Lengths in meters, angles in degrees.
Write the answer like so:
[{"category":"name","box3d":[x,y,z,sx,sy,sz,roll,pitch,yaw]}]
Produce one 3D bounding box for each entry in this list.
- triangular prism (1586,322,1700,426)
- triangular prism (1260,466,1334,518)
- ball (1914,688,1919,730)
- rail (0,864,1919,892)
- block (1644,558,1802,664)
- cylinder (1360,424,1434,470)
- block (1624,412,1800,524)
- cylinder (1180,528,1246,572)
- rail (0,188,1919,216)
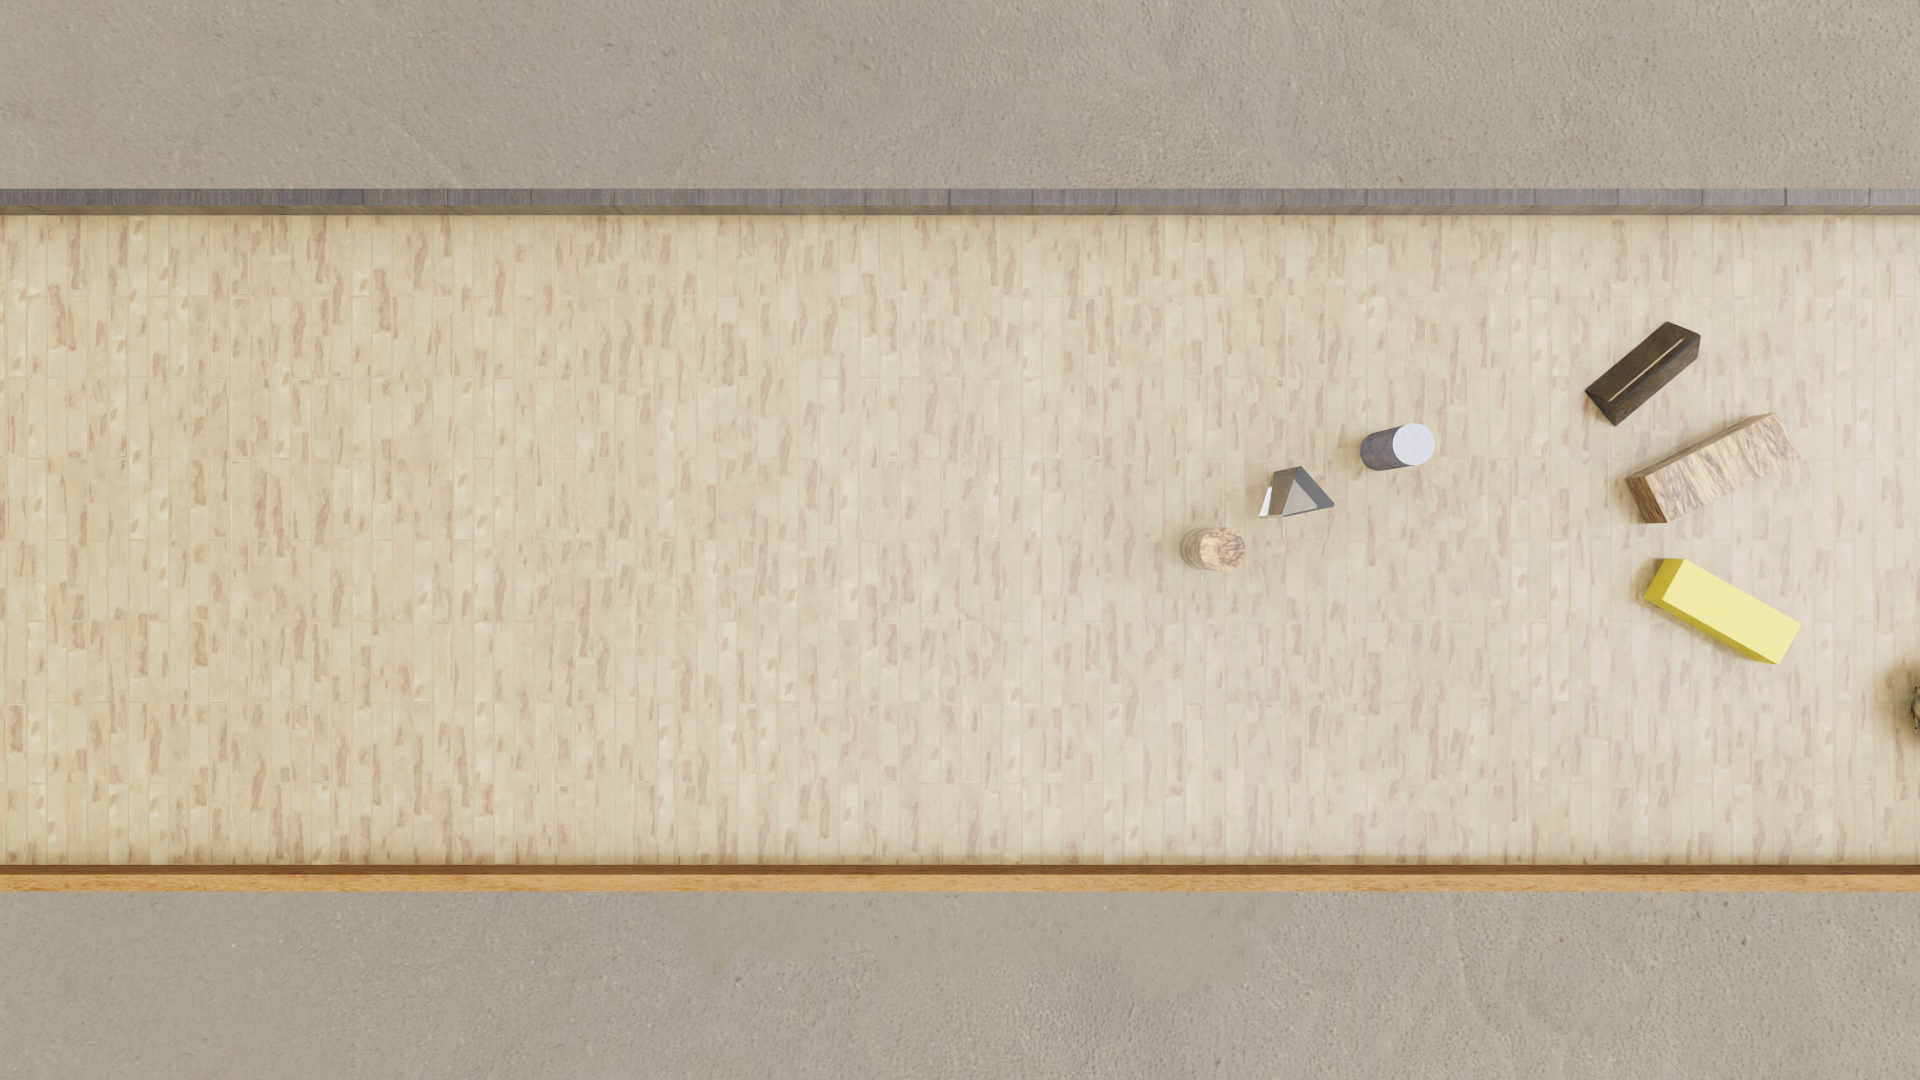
[{"category":"triangular prism","box3d":[2.094,-0.510,5.010,0.330,0.125,0.145,-40,90,0]},{"category":"triangular prism","box3d":[0.984,-0.148,4.895,0.151,0.363,0.131,-12,90,0]},{"category":"ball","box3d":[3.028,0.510,4.917,0.318,0.318,0.318,0,90,0]},{"category":"rail","box3d":[-2.247,1.025,5.001,12.000,0.150,0.050,0,90,0]},{"category":"block","box3d":[2.311,0.215,5.007,0.401,0.139,0.139,29,90,0]},{"category":"cylinder","box3d":[1.291,-0.272,4.884,0.120,0.384,0.120,0,90,0]},{"category":"block","box3d":[2.276,-0.216,4.999,0.440,0.154,0.154,-26,90,0]},{"category":"cylinder","box3d":[0.741,0.027,4.865,0.127,0.423,0.127,0,90,0]},{"category":"rail","box3d":[-2.247,-1.025,5.002,12.000,0.150,0.050,0,90,0]}]
